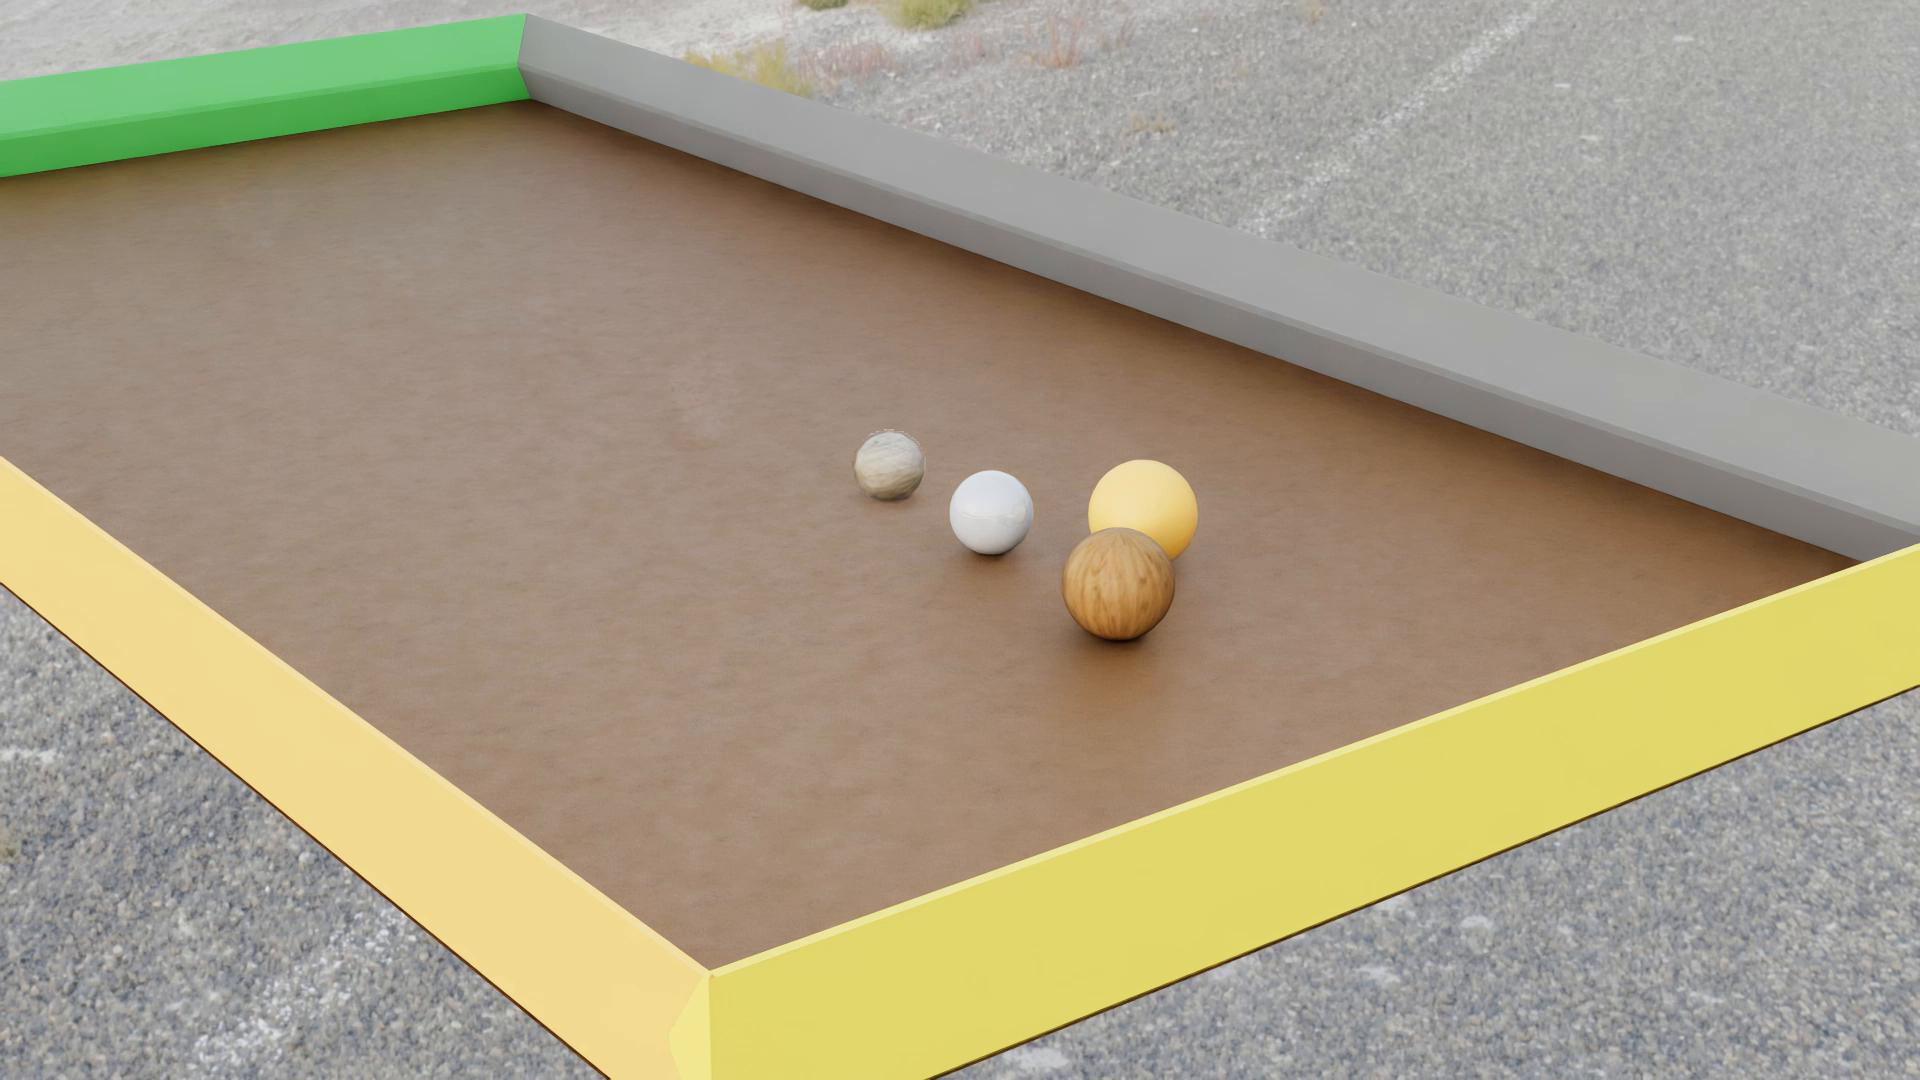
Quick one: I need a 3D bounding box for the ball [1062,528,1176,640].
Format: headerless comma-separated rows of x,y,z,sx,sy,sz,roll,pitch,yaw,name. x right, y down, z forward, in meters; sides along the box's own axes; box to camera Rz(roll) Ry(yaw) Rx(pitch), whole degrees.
0.133,0.037,2.468,0.095,0.095,0.095,0,21,0,ball

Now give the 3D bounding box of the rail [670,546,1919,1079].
0.382,0.156,2.108,1.357,0.127,0.045,-15,26,-34,rail

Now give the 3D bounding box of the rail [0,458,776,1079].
-0.917,-0.068,2.695,0.045,0.127,2.619,-15,26,-34,rail

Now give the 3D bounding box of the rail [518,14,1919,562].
0.125,-0.351,3.435,0.045,0.127,2.619,-15,26,-34,rail

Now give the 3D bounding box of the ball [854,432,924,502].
-0.067,-0.069,2.787,0.066,0.066,0.066,0,21,0,ball

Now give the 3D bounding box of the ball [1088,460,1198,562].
0.163,-0.023,2.620,0.098,0.098,0.098,0,21,0,ball

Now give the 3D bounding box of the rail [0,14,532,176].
-1.174,-0.575,4.022,1.357,0.127,0.045,-15,26,-34,rail

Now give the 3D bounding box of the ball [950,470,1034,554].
0.028,-0.025,2.655,0.076,0.076,0.076,0,21,0,ball
